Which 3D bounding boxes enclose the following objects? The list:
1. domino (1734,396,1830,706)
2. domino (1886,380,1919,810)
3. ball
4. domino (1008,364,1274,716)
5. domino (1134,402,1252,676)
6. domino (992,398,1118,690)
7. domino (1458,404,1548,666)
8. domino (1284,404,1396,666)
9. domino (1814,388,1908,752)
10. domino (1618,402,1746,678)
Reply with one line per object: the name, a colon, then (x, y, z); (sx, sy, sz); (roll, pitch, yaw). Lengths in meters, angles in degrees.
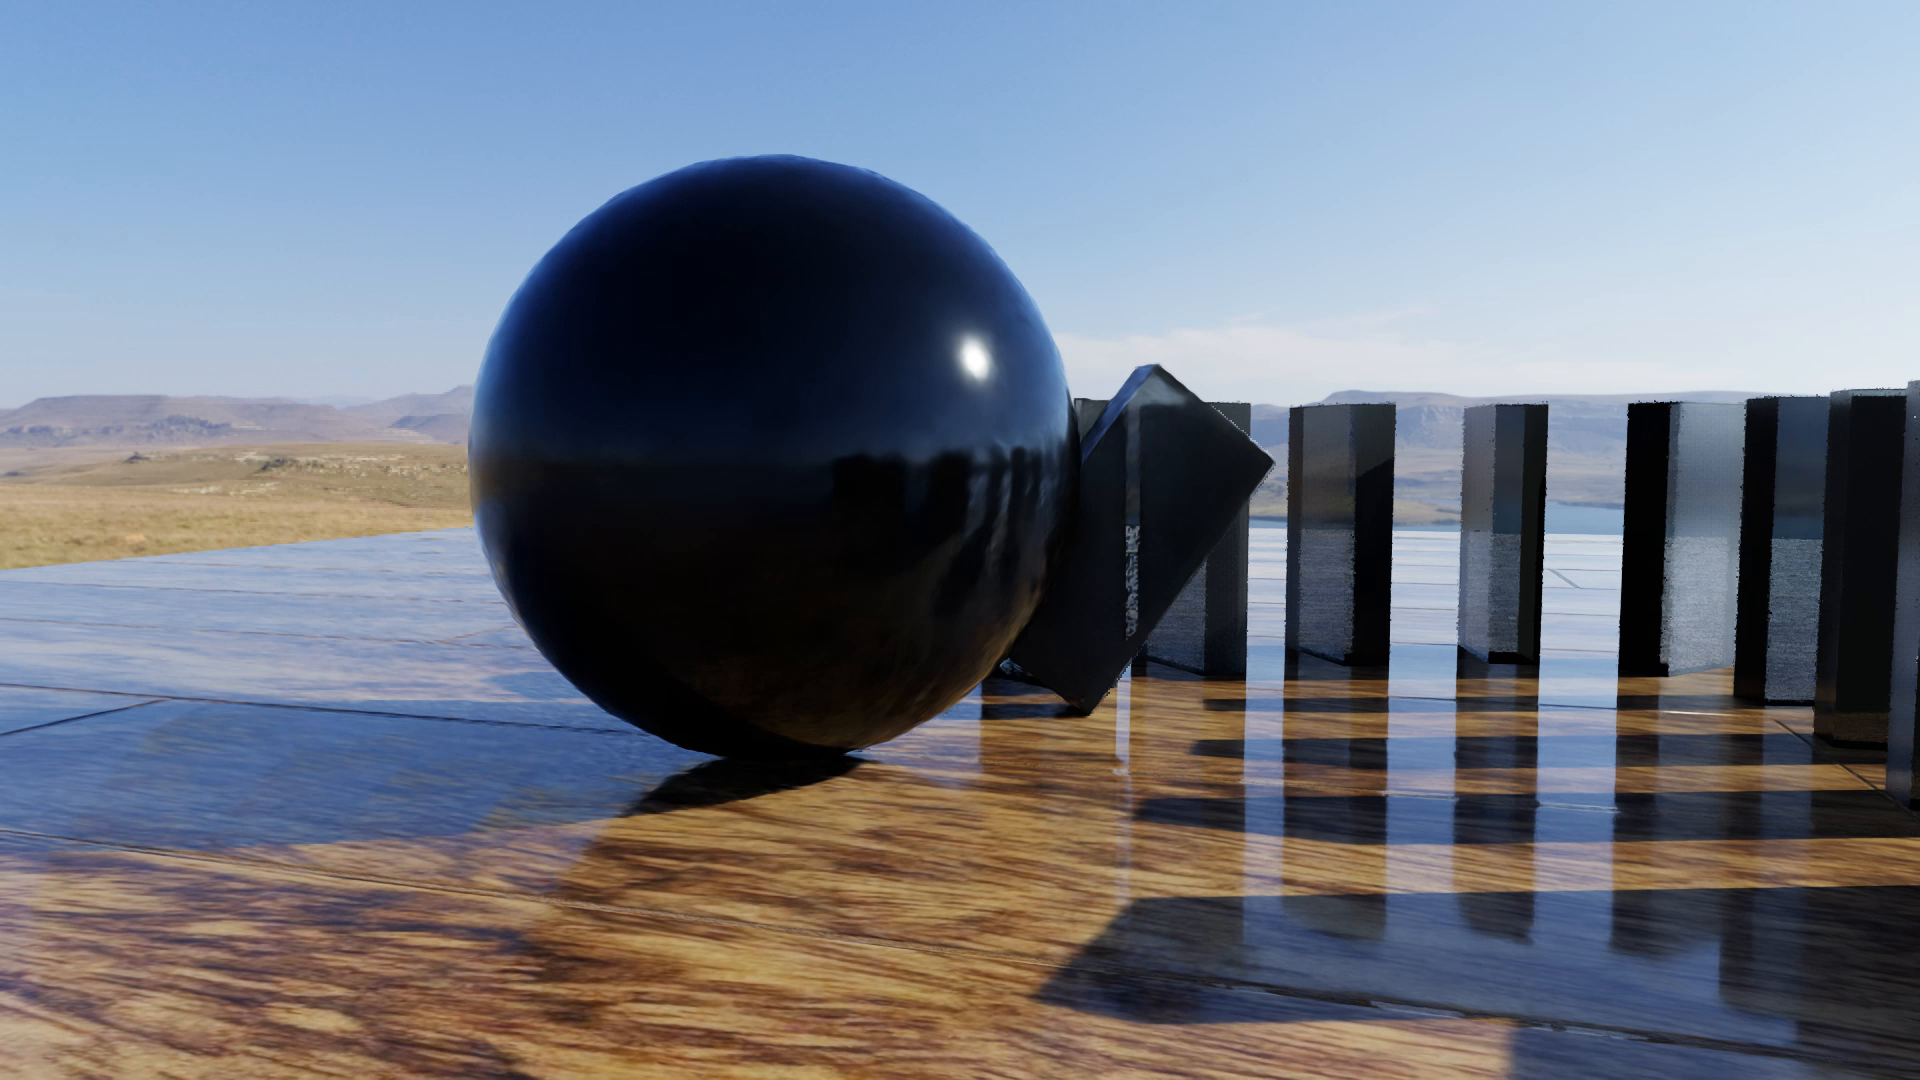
domino: (0.144, 0.002, 0.211); (0.025, 0.050, 0.009); (0, 4, 4)
domino: (0.124, 0.007, 0.147); (0.025, 0.050, 0.009); (2, 5, 22)
ball: (-0.024, -0.010, 0.173); (0.080, 0.080, 0.080); (0, 4, 0)
domino: (0.024, 0.000, 0.204); (0.025, 0.050, 0.010); (37, -3, -12)
domino: (0.044, -0.001, 0.246); (0.009, 0.050, 0.025); (-2, 5, -24)
domino: (0.016, 0.000, 0.229); (0.009, 0.050, 0.025); (-4, 6, -40)
domino: (0.109, -0.002, 0.258); (0.009, 0.050, 0.025); (1, 4, 8)
domino: (0.076, -0.002, 0.257); (0.009, 0.050, 0.025); (-1, 4, -12)
domino: (0.136, 0.004, 0.178); (0.025, 0.050, 0.010); (1, 5, 19)
domino: (0.137, -0.001, 0.243); (0.025, 0.050, 0.009); (-3, 5, -33)
